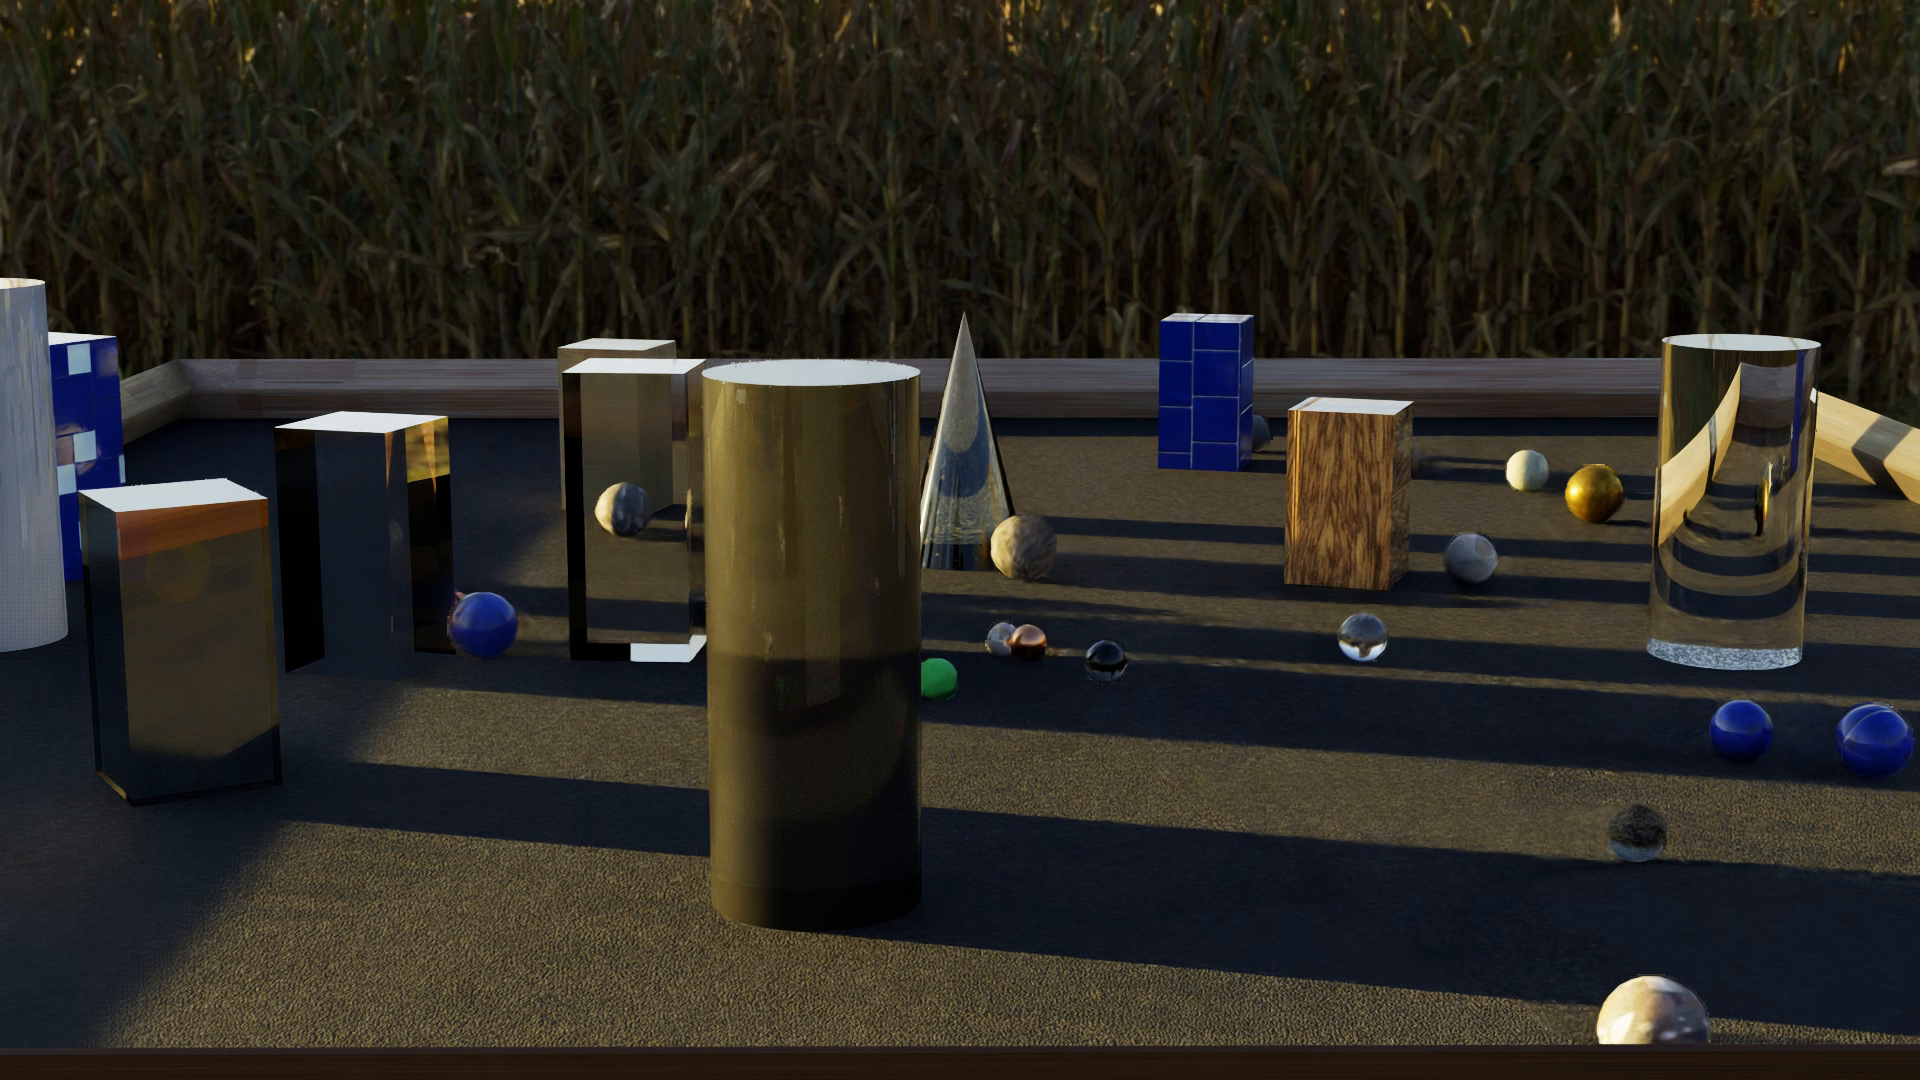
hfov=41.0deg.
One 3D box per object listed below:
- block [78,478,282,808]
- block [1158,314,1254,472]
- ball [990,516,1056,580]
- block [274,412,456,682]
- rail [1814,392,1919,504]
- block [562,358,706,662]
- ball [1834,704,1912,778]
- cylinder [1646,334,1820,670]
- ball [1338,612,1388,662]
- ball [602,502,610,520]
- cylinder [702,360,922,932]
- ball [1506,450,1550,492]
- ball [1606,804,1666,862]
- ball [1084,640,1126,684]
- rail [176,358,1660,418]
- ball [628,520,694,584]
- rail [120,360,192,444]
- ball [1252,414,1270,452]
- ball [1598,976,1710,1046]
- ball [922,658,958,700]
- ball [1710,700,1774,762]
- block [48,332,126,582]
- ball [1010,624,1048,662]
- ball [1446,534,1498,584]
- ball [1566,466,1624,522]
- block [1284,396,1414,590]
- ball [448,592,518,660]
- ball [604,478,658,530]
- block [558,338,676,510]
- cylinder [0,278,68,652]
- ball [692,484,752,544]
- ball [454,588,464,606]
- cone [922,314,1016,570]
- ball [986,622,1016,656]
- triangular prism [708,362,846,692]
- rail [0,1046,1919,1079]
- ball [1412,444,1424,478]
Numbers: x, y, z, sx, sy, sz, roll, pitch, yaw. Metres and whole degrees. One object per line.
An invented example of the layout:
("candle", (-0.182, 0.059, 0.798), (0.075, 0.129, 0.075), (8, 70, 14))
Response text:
("block", (-0.793, 0.100, 2.610), (0.149, 0.296, 0.149), (-7, 12, -32))
("block", (0.449, -0.271, 4.672), (0.149, 0.267, 0.149), (3, 11, 14))
("ball", (0.089, 0.011, 3.642), (0.092, 0.092, 0.092), (0, 11, 0))
("block", (-0.719, 0.005, 3.112), (0.149, 0.299, 0.149), (3, 11, 17))
("rail", (1.579, 0.029, 3.458), (0.045, 0.121, 3.753), (0, 11, 0))
("block", (-0.400, -0.040, 3.194), (0.149, 0.356, 0.149), (1, 11, 4))
("ball", (0.939, 0.207, 2.638), (0.076, 0.076, 0.076), (0, 11, 0))
("cylinder", (0.952, -0.050, 3.163), (0.186, 0.388, 0.186), (0, 11, 0))
("ball", (0.494, 0.120, 3.146), (0.060, 0.060, 0.060), (0, 11, 0))
("ball", (-0.542, -0.054, 4.090), (0.055, 0.055, 0.055), (0, 11, 0))
("cylinder", (-0.126, 0.086, 2.223), (0.186, 0.465, 0.186), (0, 11, 0))
("ball", (0.971, -0.118, 4.387), (0.072, 0.072, 0.072), (0, 11, 0))
("ball", (0.622, 0.270, 2.361), (0.053, 0.053, 0.053), (0, 11, 0))
("ball", (0.172, 0.145, 3.040), (0.050, 0.050, 0.050), (0, 11, 0))
("rail", (-0.011, -0.309, 5.271), (3.205, 0.121, 0.045), (0, 11, 0))
("ball", (-0.421, 0.017, 3.611), (0.091, 0.091, 0.091), (0, 11, 0))
("rail", (-1.579, 0.033, 3.441), (0.045, 0.121, 3.753), (0, 11, 0))
("ball", (0.551, -0.202, 4.840), (0.070, 0.070, 0.070), (0, 11, 0))
("ball", (0.499, 0.353, 1.846), (0.078, 0.078, 0.078), (0, 11, 0))
("ball", (-0.027, 0.160, 2.957), (0.050, 0.050, 0.050), (0, 11, 0))
("ball", (0.823, 0.201, 2.700), (0.065, 0.065, 0.065), (0, 11, 0))
("block", (-1.309, -0.120, 3.676), (0.149, 0.337, 0.149), (5, 12, 27))
("ball", (0.084, 0.127, 3.148), (0.046, 0.046, 0.046), (0, 11, 0))
("ball", (0.720, 0.027, 3.613), (0.072, 0.072, 0.072), (0, 11, 0))
("ball", (1.013, -0.073, 4.096), (0.090, 0.090, 0.090), (0, 11, 0))
("block", (0.552, -0.068, 3.643), (0.149, 0.247, 0.149), (4, 11, 19))
("ball", (-0.587, 0.105, 3.161), (0.083, 0.083, 0.083), (0, 11, 0))
("ball", (-0.515, -0.057, 4.026), (0.084, 0.084, 0.084), (0, 11, 0))
("block", (-0.564, -0.191, 4.247), (0.149, 0.267, 0.149), (3, 11, 14))
("cylinder", (-1.240, -0.097, 3.241), (0.186, 0.451, 0.186), (0, 11, 0))
("ball", (-0.362, -0.039, 3.906), (0.093, 0.093, 0.093), (0, 11, 0))
("ball", (-0.655, 0.094, 3.256), (0.071, 0.071, 0.071), (0, 11, 0))
("cone", (0.006, -0.154, 3.770), (0.186, 0.368, 0.186), (0, 11, 0))
("ball", (0.054, 0.123, 3.180), (0.041, 0.041, 0.041), (0, 11, 0))
("triangular prism", (-0.196, -0.020, 3.052), (0.161, 0.369, 0.140), (3, 11, 13))
("rail", (0.011, 0.371, 1.628), (3.205, 0.121, 0.045), (0, 11, 0))
("ball", (0.783, -0.139, 4.514), (0.066, 0.066, 0.066), (0, 11, 0))
